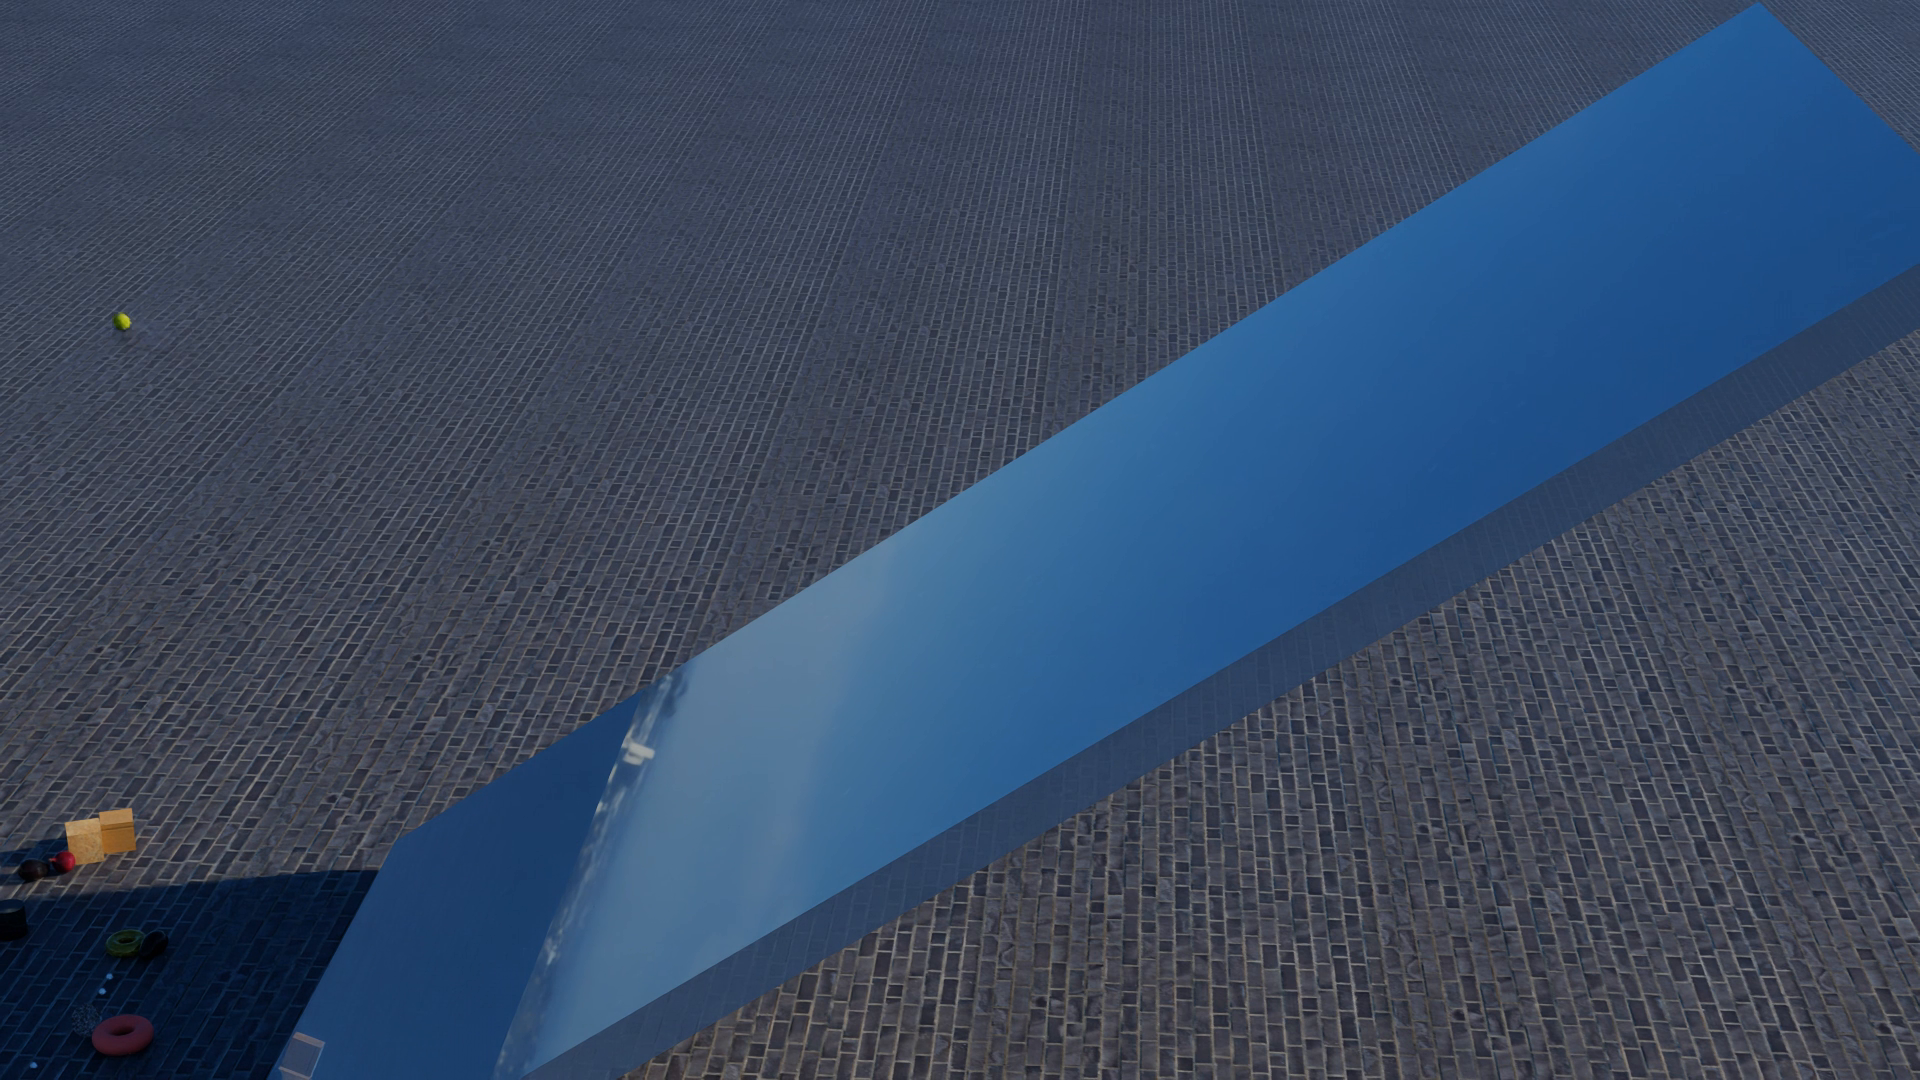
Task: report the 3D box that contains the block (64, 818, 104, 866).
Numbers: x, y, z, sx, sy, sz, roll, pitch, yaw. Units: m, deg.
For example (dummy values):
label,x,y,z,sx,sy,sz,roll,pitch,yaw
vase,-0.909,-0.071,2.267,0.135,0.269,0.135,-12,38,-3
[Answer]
label,x,y,z,sx,sy,sz,roll,pitch,yaw
block,-2.321,0.800,7.798,0.087,0.087,0.087,-7,22,-18

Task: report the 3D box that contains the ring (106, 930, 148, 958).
label,x,y,z,sx,sy,sz,roll,pitch,yaw
ring,-2.076,1.006,7.329,0.106,0.035,0.106,0,22,0

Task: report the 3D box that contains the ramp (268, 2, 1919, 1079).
label,x,y,z,sx,sy,sz,roll,pitch,yaw
ramp,0.138,0.172,6.300,4.000,0.100,2.000,-31,16,14

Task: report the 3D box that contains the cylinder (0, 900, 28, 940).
label,x,y,z,sx,sy,sz,roll,pitch,yaw
cylinder,-2.390,0.956,7.400,0.077,0.077,0.077,0,21,0

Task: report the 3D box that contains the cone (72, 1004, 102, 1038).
label,x,y,z,sx,sy,sz,roll,pitch,yaw
cone,-2.054,1.138,6.978,0.079,0.079,0.079,4,-5,11

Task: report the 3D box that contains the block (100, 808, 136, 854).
label,x,y,z,sx,sy,sz,roll,pitch,yaw
block,-2.251,0.778,7.860,0.085,0.085,0.085,-6,22,-16

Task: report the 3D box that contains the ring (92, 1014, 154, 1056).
label,x,y,z,sx,sy,sz,roll,pitch,yaw
ring,-1.964,1.162,6.900,0.143,0.048,0.143,0,22,0
